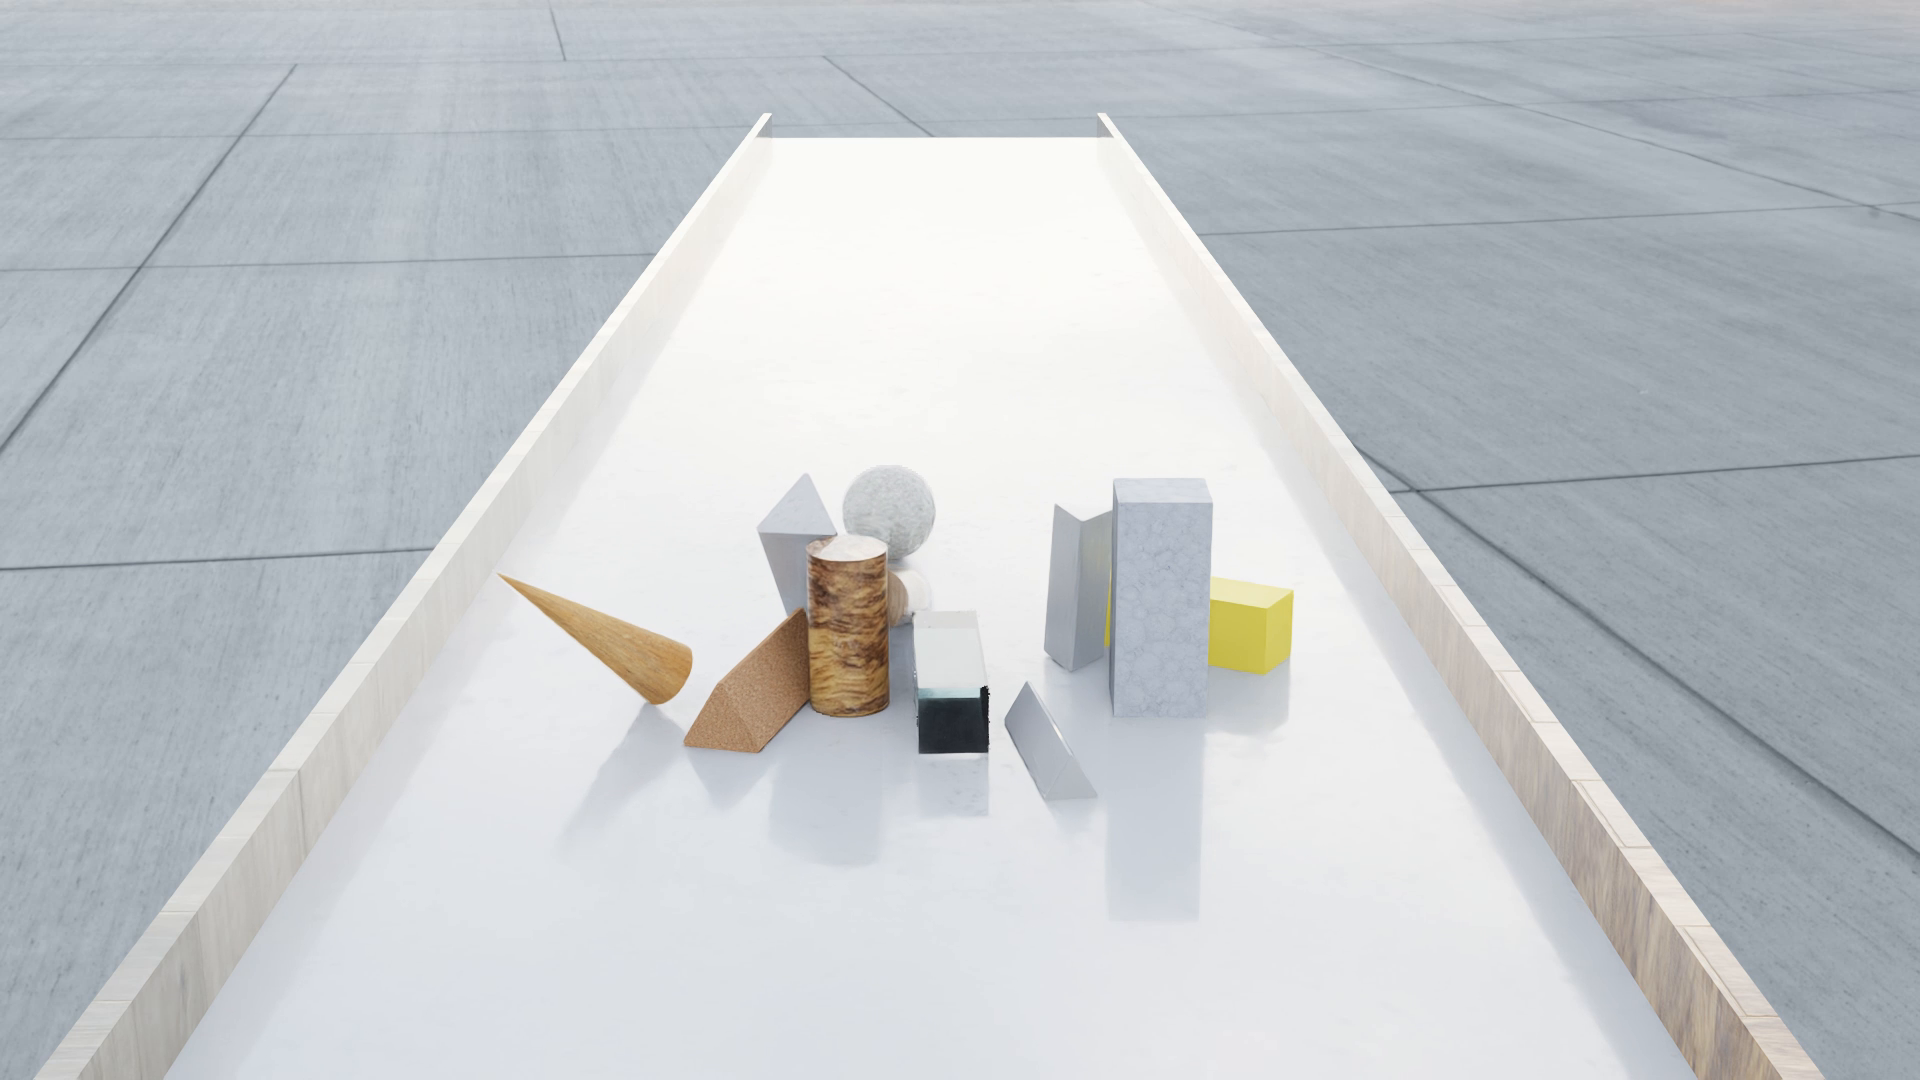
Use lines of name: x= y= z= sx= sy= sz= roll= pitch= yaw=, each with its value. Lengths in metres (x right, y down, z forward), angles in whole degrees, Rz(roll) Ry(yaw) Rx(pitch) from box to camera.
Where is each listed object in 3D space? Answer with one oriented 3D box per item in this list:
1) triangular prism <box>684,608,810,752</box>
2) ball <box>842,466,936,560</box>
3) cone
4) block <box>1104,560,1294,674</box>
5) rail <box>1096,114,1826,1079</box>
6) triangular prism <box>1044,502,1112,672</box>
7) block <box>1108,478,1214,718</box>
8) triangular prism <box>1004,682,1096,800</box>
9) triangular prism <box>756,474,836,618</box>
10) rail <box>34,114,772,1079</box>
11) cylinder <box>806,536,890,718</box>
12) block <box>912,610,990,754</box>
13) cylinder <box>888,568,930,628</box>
triangular prism: x=-0.372 y=0.253 z=4.144 sx=0.145 sy=0.126 sz=0.446 roll=5 pitch=17 yaw=14
ball: x=-0.164 y=-0.062 z=5.058 sx=0.215 sy=0.215 sz=0.215 roll=0 pitch=17 yaw=0
cone: x=-0.694 y=0.156 z=4.062 sx=0.428 sy=0.129 sz=0.129 roll=35 pitch=-7 yaw=-37
block: x=0.439 y=0.151 z=4.477 sx=0.452 sy=0.138 sz=0.138 roll=9 pitch=19 yaw=29
rail: x=0.932 y=-0.844 z=7.801 sx=0.050 sy=0.150 sz=12.000 roll=0 pitch=17 yaw=-1
triangular prism: x=0.221 y=0.086 z=4.372 sx=0.103 sy=0.315 sz=0.119 roll=16 pitch=23 yaw=33
block: x=0.374 y=0.107 z=4.132 sx=0.172 sy=0.418 sz=0.172 roll=0 pitch=17 yaw=1
triangular prism: x=0.157 y=0.349 z=3.907 sx=0.091 sy=0.079 sz=0.373 roll=-3 pitch=17 yaw=-9
triangular prism: x=-0.281 y=0.037 z=4.382 sx=0.154 sy=0.431 sz=0.134 roll=3 pitch=60 yaw=8
rail: x=-1.118 y=-0.838 z=7.780 sx=0.050 sy=0.150 sz=12.000 roll=0 pitch=17 yaw=-1
cylinder: x=-0.210 y=0.162 z=4.129 sx=0.151 sy=0.311 sz=0.151 roll=0 pitch=18 yaw=0
block: x=-0.021 y=0.261 z=4.128 sx=0.126 sy=0.126 sz=0.430 roll=-1 pitch=17 yaw=-3
cylinder: x=-0.138 y=0.116 z=4.422 sx=0.116 sy=0.116 sz=0.436 roll=1 pitch=0 yaw=5
